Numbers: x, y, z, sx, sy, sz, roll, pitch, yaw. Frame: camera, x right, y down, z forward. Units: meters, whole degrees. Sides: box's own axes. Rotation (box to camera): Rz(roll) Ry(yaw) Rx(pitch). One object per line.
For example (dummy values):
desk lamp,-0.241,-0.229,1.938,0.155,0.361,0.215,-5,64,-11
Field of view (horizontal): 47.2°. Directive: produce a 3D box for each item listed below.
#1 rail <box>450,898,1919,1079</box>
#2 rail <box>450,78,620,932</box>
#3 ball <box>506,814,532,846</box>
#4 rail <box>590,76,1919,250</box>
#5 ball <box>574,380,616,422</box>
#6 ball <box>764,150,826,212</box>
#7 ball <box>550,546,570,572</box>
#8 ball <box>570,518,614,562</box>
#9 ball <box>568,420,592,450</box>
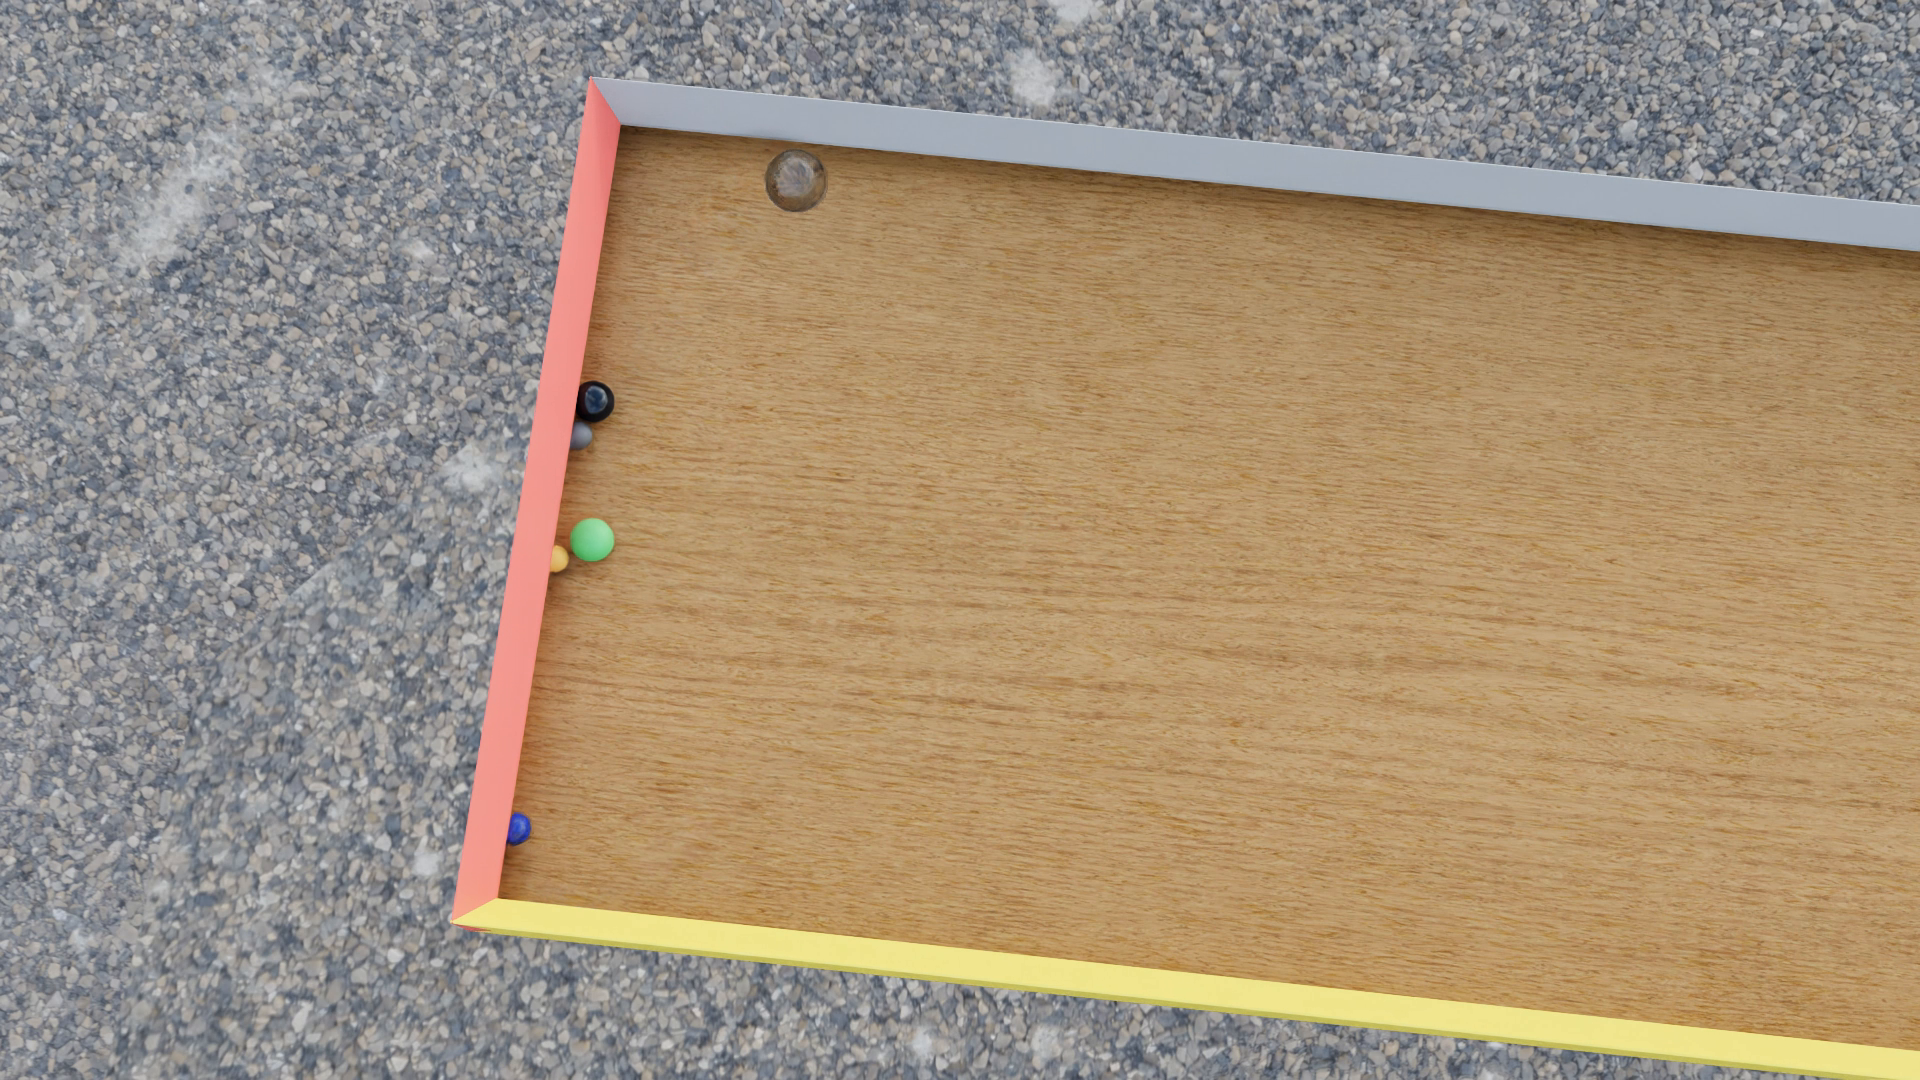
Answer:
rail,0.583,0.668,3.138,2.617,0.128,0.045,6,75,2
rail,-0.627,-0.074,3.338,0.045,0.128,1.322,6,75,2
ball,-0.657,0.427,3.246,0.046,0.046,0.046,0,75,0
rail,0.718,-0.555,3.468,2.617,0.128,0.045,6,75,2
ball,-0.568,-0.215,3.409,0.065,0.065,0.065,0,75,0
ball,-0.261,-0.569,3.488,0.099,0.099,0.099,0,75,0
ball,-0.617,0.029,3.356,0.041,0.041,0.041,0,75,0
ball,-0.561,0.000,3.351,0.067,0.067,0.067,0,75,0
ball,-0.592,-0.162,3.405,0.046,0.046,0.046,0,75,0
